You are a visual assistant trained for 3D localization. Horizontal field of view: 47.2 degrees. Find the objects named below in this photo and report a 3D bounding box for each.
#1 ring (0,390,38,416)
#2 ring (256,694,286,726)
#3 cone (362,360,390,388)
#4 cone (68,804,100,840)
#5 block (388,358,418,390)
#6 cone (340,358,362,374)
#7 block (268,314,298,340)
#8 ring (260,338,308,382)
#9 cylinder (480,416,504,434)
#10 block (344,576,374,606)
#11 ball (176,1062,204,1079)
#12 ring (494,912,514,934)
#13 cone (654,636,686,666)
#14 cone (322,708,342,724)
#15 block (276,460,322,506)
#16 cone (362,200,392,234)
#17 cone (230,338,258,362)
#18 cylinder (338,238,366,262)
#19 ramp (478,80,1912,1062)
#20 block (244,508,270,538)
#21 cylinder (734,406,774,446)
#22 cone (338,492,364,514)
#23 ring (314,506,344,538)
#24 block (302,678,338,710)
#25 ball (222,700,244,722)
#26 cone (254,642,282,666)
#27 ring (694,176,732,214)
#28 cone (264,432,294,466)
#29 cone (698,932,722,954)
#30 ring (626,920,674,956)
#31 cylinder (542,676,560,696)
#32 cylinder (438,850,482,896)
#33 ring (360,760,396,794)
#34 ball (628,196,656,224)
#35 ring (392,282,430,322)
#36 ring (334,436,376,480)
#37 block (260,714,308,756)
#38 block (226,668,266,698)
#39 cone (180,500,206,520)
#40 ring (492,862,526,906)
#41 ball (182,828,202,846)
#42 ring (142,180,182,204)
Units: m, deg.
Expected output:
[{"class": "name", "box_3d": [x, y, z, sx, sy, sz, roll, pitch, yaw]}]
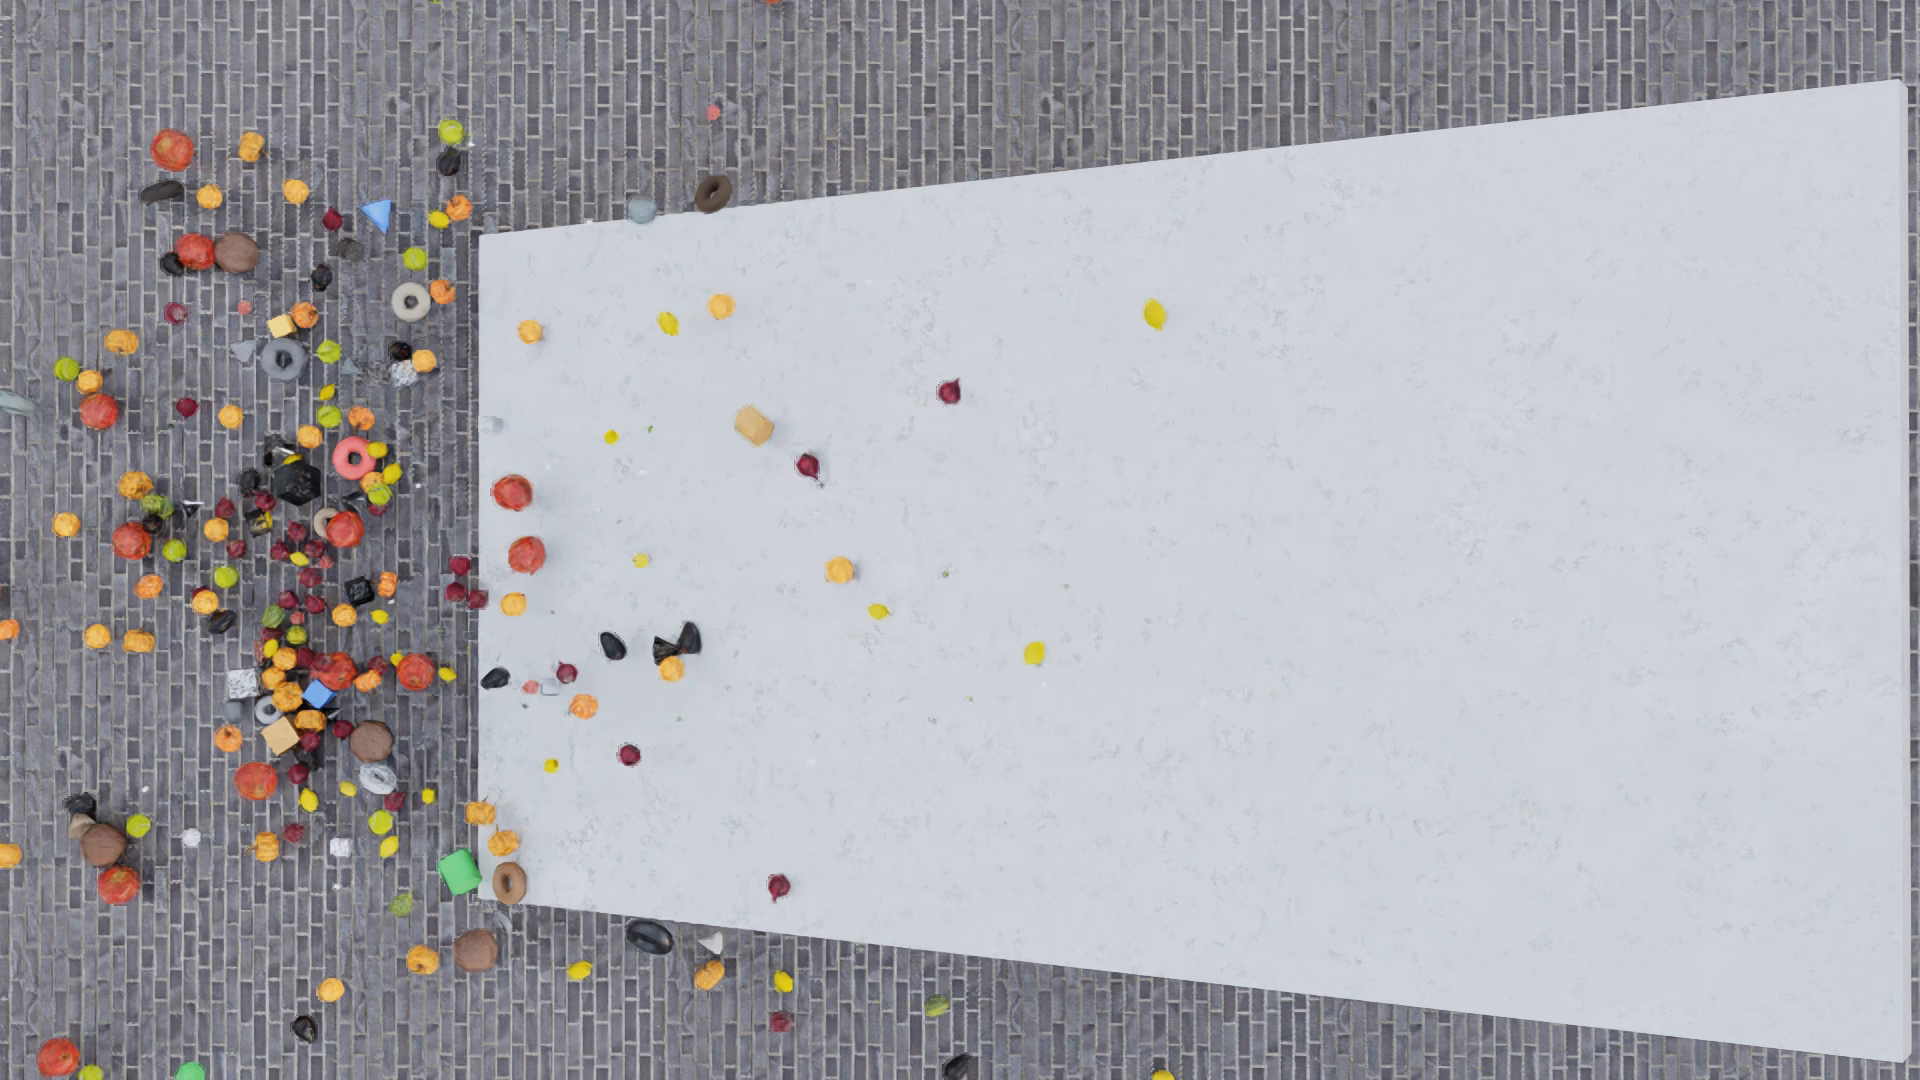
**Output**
[{"class": "ring", "box_3d": [-2.866, -0.413, 6.649, 0.149, 0.149, 0.050, 12, 80, 0]}, {"class": "ring", "box_3d": [-2.100, 0.517, 6.698, 0.095, 0.032, 0.095, 0, 91, -1]}, {"class": "cone", "box_3d": [-1.786, -0.507, 6.679, 0.088, 0.088, 0.088, 0, 90, 0]}, {"class": "cone", "box_3d": [-2.673, 0.845, 6.690, 0.095, 0.095, 0.095, -24, 63, 0]}, {"class": "block", "box_3d": [-1.690, -0.503, 6.681, 0.064, 0.064, 0.064, -22, 89, -23]}, {"class": "cone", "box_3d": [-1.846, -0.517, 6.698, 0.059, 0.059, 0.059, 26, 90, -9]}, {"class": "block", "box_3d": [-2.064, -0.647, 6.695, 0.058, 0.058, 0.058, -24, 90, 0]}, {"class": "ring", "box_3d": [-2.054, -0.548, 6.683, 0.139, 0.046, 0.139, 3, 83, -24]}, {"class": "cylinder", "box_3d": [-1.400, -0.345, 6.573, 0.052, 0.052, 0.052, 11, 89, 32]}, {"class": "block", "box_3d": [-1.819, 0.155, 6.664, 0.061, 0.061, 0.061, -19, 74, 0]}, {"class": "ball", "box_3d": [-2.333, 1.625, 6.665, 0.078, 0.078, 0.078, 0, 90, 0]}, {"class": "ring", "box_3d": [-1.379, 1.155, 6.637, 0.026, 0.077, 0.077, -37, 90, -32]}, {"class": "cone", "box_3d": [-0.813, 0.313, 6.198, 0.086, 0.086, 0.086, -2, 89, 6]}, {"class": "cone", "box_3d": [-1.907, 0.526, 6.702, 0.052, 0.052, 0.052, -29, 90, -27]}, {"class": "block", "box_3d": [-1.997, -0.172, 6.637, 0.092, 0.092, 0.092, -22, 62, 21]}, {"class": "cone", "box_3d": [-1.752, -0.971, 6.656, 0.096, 0.096, 0.096, -16, 98, 0]}, {"class": "cone", "box_3d": [-2.169, -0.592, 6.707, 0.074, 0.074, 0.074, 44, 63, 0]}, {"class": "cylinder", "box_3d": [-1.848, -0.880, 6.677, 0.063, 0.063, 0.063, -13, 112, -34]}, {"class": "ramp", "box_3d": [0.258, 0.071, 5.594, 4.000, 0.100, 2.000, 0, 89, 33]}, {"class": "block", "box_3d": [-2.103, -0.051, 6.581, 0.055, 0.055, 0.055, -20, 46, -15]}, {"class": "cylinder", "box_3d": [-0.562, -0.311, 5.996, 0.077, 0.077, 0.077, 39, 90, 26]}, {"class": "cone", "box_3d": [-1.870, -0.119, 6.703, 0.072, 0.072, 0.072, 15, 89, 27]}, {"class": "ring", "box_3d": [-1.923, -0.052, 6.701, 0.098, 0.033, 0.098, 0, 86, 7]}, {"class": "block", "box_3d": [-1.944, 0.467, 6.682, 0.066, 0.066, 0.066, 40, 90, 0]}, {"class": "ball", "box_3d": [-2.207, 0.517, 6.678, 0.068, 0.068, 0.068, 0, 90, 0]}, {"class": "cone", "box_3d": [-2.100, 0.338, 6.699, 0.076, 0.076, 0.076, -14, 89, -27]}, {"class": "ring", "box_3d": [-0.689, -0.967, 6.151, 0.120, 0.040, 0.120, -17, 55, 26]}, {"class": "cone", "box_3d": [-2.093, -0.294, 6.692, 0.097, 0.097, 0.097, -37, 70, 0]}, {"class": "cone", "box_3d": [-0.718, 1.147, 6.269, 0.063, 0.063, 0.063, 3, 89, 18]}, {"class": "ring", "box_3d": [-0.887, 1.137, 6.297, 0.143, 0.143, 0.048, 24, 53, 0]}, {"class": "cylinder", "box_3d": [-1.199, 0.429, 6.431, 0.050, 0.050, 0.050, 0, 80, 0]}, {"class": "cylinder", "box_3d": [-1.498, 0.997, 6.595, 0.098, 0.098, 0.098, -32, 71, 0]}, {"class": "ring", "box_3d": [-1.760, 0.719, 6.654, 0.121, 0.121, 0.040, 43, 116, 0]}, {"class": "ball", "box_3d": [-0.903, -0.937, 6.243, 0.082, 0.082, 0.082, 0, 90, 0]}, {"class": "ring", "box_3d": [-1.673, -0.726, 6.704, 0.122, 0.041, 0.122, 0, 93, 2]}, {"class": "ring", "box_3d": [-1.844, -0.249, 6.698, 0.135, 0.045, 0.135, 0, 91, 3]}, {"class": "block", "box_3d": [-2.048, 0.591, 6.670, 0.087, 0.087, 0.087, -34, 89, 0]}, {"class": "block", "box_3d": [-2.165, 0.434, 6.673, 0.083, 0.083, 0.083, -6, 90, 0]}, {"class": "cone", "box_3d": [-2.334, -0.102, 6.704, 0.067, 0.067, 0.067, -22, 89, -27]}, {"class": "ring", "box_3d": [-1.336, 1.018, 6.524, 0.131, 0.044, 0.131, -1, 88, 38]}, {"class": "ball", "box_3d": [-2.335, 0.903, 6.683, 0.056, 0.056, 0.056, 0, 90, 0]}, {"class": "ring", "box_3d": [-2.418, -1.055, 6.659, 0.125, 0.125, 0.042, -16, 114, 0]}]
